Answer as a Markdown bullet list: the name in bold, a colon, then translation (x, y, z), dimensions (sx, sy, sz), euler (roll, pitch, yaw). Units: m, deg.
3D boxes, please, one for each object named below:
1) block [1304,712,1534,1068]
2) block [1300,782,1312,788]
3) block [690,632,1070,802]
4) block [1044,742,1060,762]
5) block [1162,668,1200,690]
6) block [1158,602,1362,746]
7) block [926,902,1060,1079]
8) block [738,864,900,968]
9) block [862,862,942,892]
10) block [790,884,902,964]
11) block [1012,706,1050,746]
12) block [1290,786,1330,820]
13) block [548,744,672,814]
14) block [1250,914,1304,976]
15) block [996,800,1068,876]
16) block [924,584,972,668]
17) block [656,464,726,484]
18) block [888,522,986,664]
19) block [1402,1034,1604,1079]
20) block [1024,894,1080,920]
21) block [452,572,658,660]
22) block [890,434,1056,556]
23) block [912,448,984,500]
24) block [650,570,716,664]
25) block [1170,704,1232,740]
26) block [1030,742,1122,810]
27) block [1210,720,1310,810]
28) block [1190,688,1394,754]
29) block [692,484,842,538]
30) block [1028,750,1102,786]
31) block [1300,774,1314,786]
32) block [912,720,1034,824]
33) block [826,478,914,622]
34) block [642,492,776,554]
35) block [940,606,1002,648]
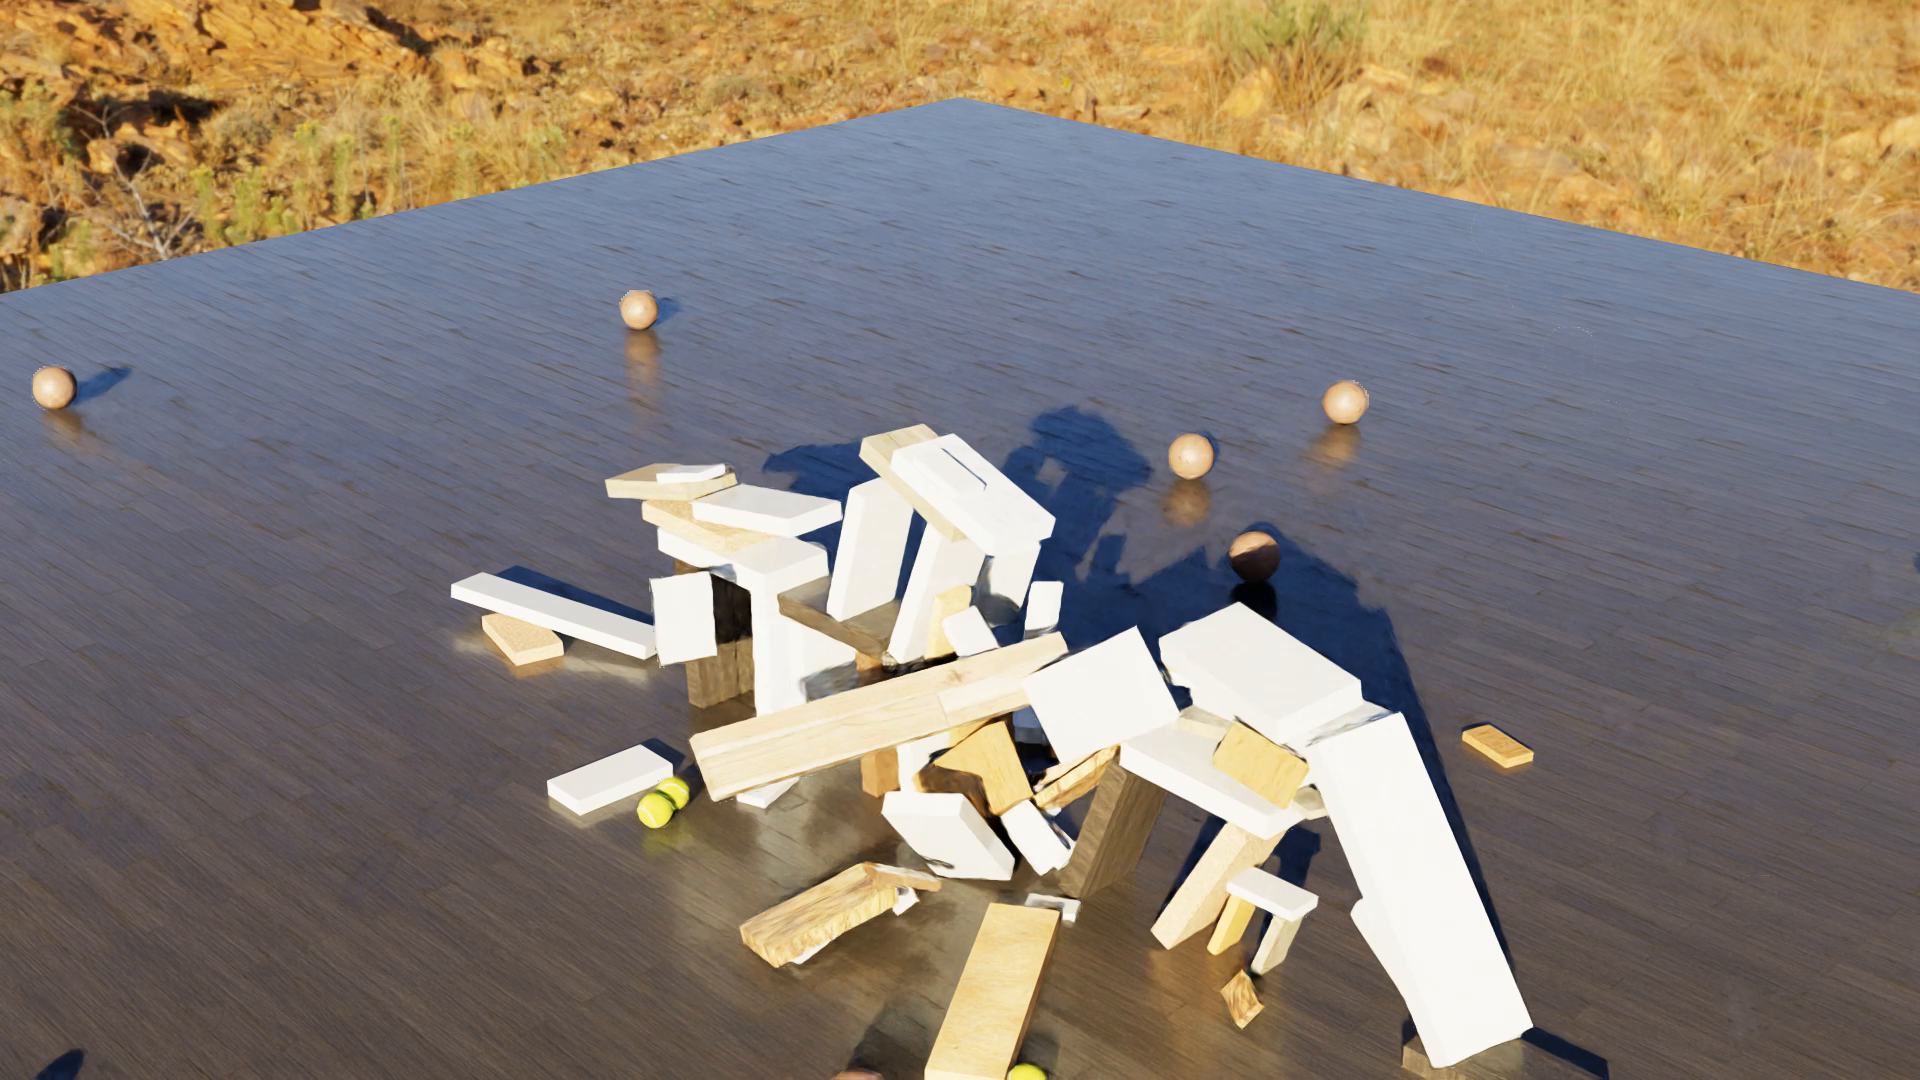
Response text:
- **block**: translation (0.753, 0.571, 3.622), dimensions (0.177, 0.552, 0.050), euler (-16, -11, -26)
- **block**: translation (0.555, 0.407, 3.817), dimensions (0.054, 0.015, 0.108), euler (-13, 18, -34)
- **block**: translation (-0.119, 0.317, 4.049), dimensions (0.793, 0.117, 0.033), euler (-14, -17, -31)
- **block**: translation (0.198, 0.410, 4.408), dimensions (0.017, 0.059, 0.118), euler (19, -13, -5)
- **block**: translation (0.461, 0.243, 3.983), dimensions (0.174, 0.025, 0.087), euler (8, 25, 41)
- **block**: translation (0.523, 0.229, 3.856), dimensions (0.177, 0.050, 0.354), euler (-23, 31, -21)
- **block**: translation (0.064, 0.794, 3.842), dimensions (0.132, 0.037, 0.516), euler (5, 24, 12)
- **block**: translation (-0.257, 0.684, 4.019), dimensions (0.264, 0.037, 0.132), euler (-24, 23, -25)
- **block**: translation (-0.106, 0.615, 4.018), dimensions (0.131, 0.018, 0.065), euler (15, 2, -26)
- **block**: translation (-0.209, 0.691, 4.049), dimensions (0.049, 0.014, 0.292), euler (8, 31, 44)
- **block**: translation (0.142, 0.392, 4.787), dimensions (0.267, 0.038, 0.134), euler (4, 23, 10)
- **block**: translation (0.588, 0.444, 3.750), dimensions (0.054, 0.015, 0.108), euler (-9, 21, -23)
- **block**: translation (-0.723, 0.495, 4.553), dimensions (0.230, 0.033, 0.115), euler (-20, 30, -39)
- **block**: translation (0.567, 0.707, 3.908), dimensions (0.073, 0.146, 0.021), euler (-21, 50, -41)
- **block**: translation (0.136, 0.565, 4.230), dimensions (0.070, 0.148, 0.020), euler (-38, 1, -24)
- **block**: translation (-0.023, 0.168, 4.307), dimensions (0.079, 0.158, 0.022), euler (-21, 42, -40)
- **block**: translation (-0.582, -0.143, 4.755), dimensions (0.142, 0.020, 0.071), euler (0, 16, 42)
- **block**: translation (-0.035, 0.086, 4.287), dimensions (0.151, 0.331, 0.043), euler (-21, 51, -40)
- **block**: translation (0.902, 0.883, 3.624), dimensions (0.306, 0.043, 0.153), euler (21, 31, 40)
- **block**: translation (0.173, 0.688, 4.122), dimensions (0.098, 0.014, 0.049), euler (6, 24, 15)
- **block**: translation (-0.949, 0.177, 5.232), dimensions (0.562, 0.033, 0.115), euler (16, 21, 23)
- **block**: translation (0.022, -0.088, 4.146), dimensions (0.151, 0.043, 0.302), euler (-18, 46, -38)
- **block**: translation (-0.022, -0.124, 4.126), dimensions (0.065, 0.018, 0.130), euler (-19, 47, -39)
- **block**: translation (-0.567, 0.161, 4.524), dimensions (0.117, 0.235, 0.033), euler (-10, 50, -11)
- **block**: translation (0.477, 0.330, 3.937), dimensions (0.182, 0.026, 0.091), euler (11, 21, 43)
- **block**: translation (0.270, 0.434, 4.208), dimensions (0.082, 0.337, 0.023), euler (2, 59, -43)
- **block**: translation (0.512, 0.384, 3.757), dimensions (0.025, 0.087, 0.174), euler (29, 1, -42)
- **block**: translation (0.581, 0.296, 3.874), dimensions (0.153, 0.043, 0.381), euler (-19, 21, -26)
- **block**: translation (-0.410, -0.063, 4.653), dimensions (0.141, 0.040, 0.324), euler (-21, 22, -41)
- **block**: translation (0.224, 0.447, 4.311), dimensions (0.164, 0.023, 0.082), euler (-24, -15, 29)
- **block**: translation (0.551, 0.382, 3.828), dimensions (0.091, 0.026, 0.182), euler (-14, 18, -34)
- **block**: translation (0.019, 0.473, 4.224), dimensions (0.043, 0.151, 0.322), euler (-13, -16, -33)
- **block**: translation (-0.176, 0.011, 4.419), dimensions (0.151, 0.301, 0.043), euler (-22, 47, -41)
- **block**: translation (-0.547, -0.045, 4.778), dimensions (0.282, 0.040, 0.141), euler (21, 31, 40)
- **block**: translation (0.038, 0.208, 4.262), dimensions (0.079, 0.022, 0.157), euler (-21, 71, -39)
